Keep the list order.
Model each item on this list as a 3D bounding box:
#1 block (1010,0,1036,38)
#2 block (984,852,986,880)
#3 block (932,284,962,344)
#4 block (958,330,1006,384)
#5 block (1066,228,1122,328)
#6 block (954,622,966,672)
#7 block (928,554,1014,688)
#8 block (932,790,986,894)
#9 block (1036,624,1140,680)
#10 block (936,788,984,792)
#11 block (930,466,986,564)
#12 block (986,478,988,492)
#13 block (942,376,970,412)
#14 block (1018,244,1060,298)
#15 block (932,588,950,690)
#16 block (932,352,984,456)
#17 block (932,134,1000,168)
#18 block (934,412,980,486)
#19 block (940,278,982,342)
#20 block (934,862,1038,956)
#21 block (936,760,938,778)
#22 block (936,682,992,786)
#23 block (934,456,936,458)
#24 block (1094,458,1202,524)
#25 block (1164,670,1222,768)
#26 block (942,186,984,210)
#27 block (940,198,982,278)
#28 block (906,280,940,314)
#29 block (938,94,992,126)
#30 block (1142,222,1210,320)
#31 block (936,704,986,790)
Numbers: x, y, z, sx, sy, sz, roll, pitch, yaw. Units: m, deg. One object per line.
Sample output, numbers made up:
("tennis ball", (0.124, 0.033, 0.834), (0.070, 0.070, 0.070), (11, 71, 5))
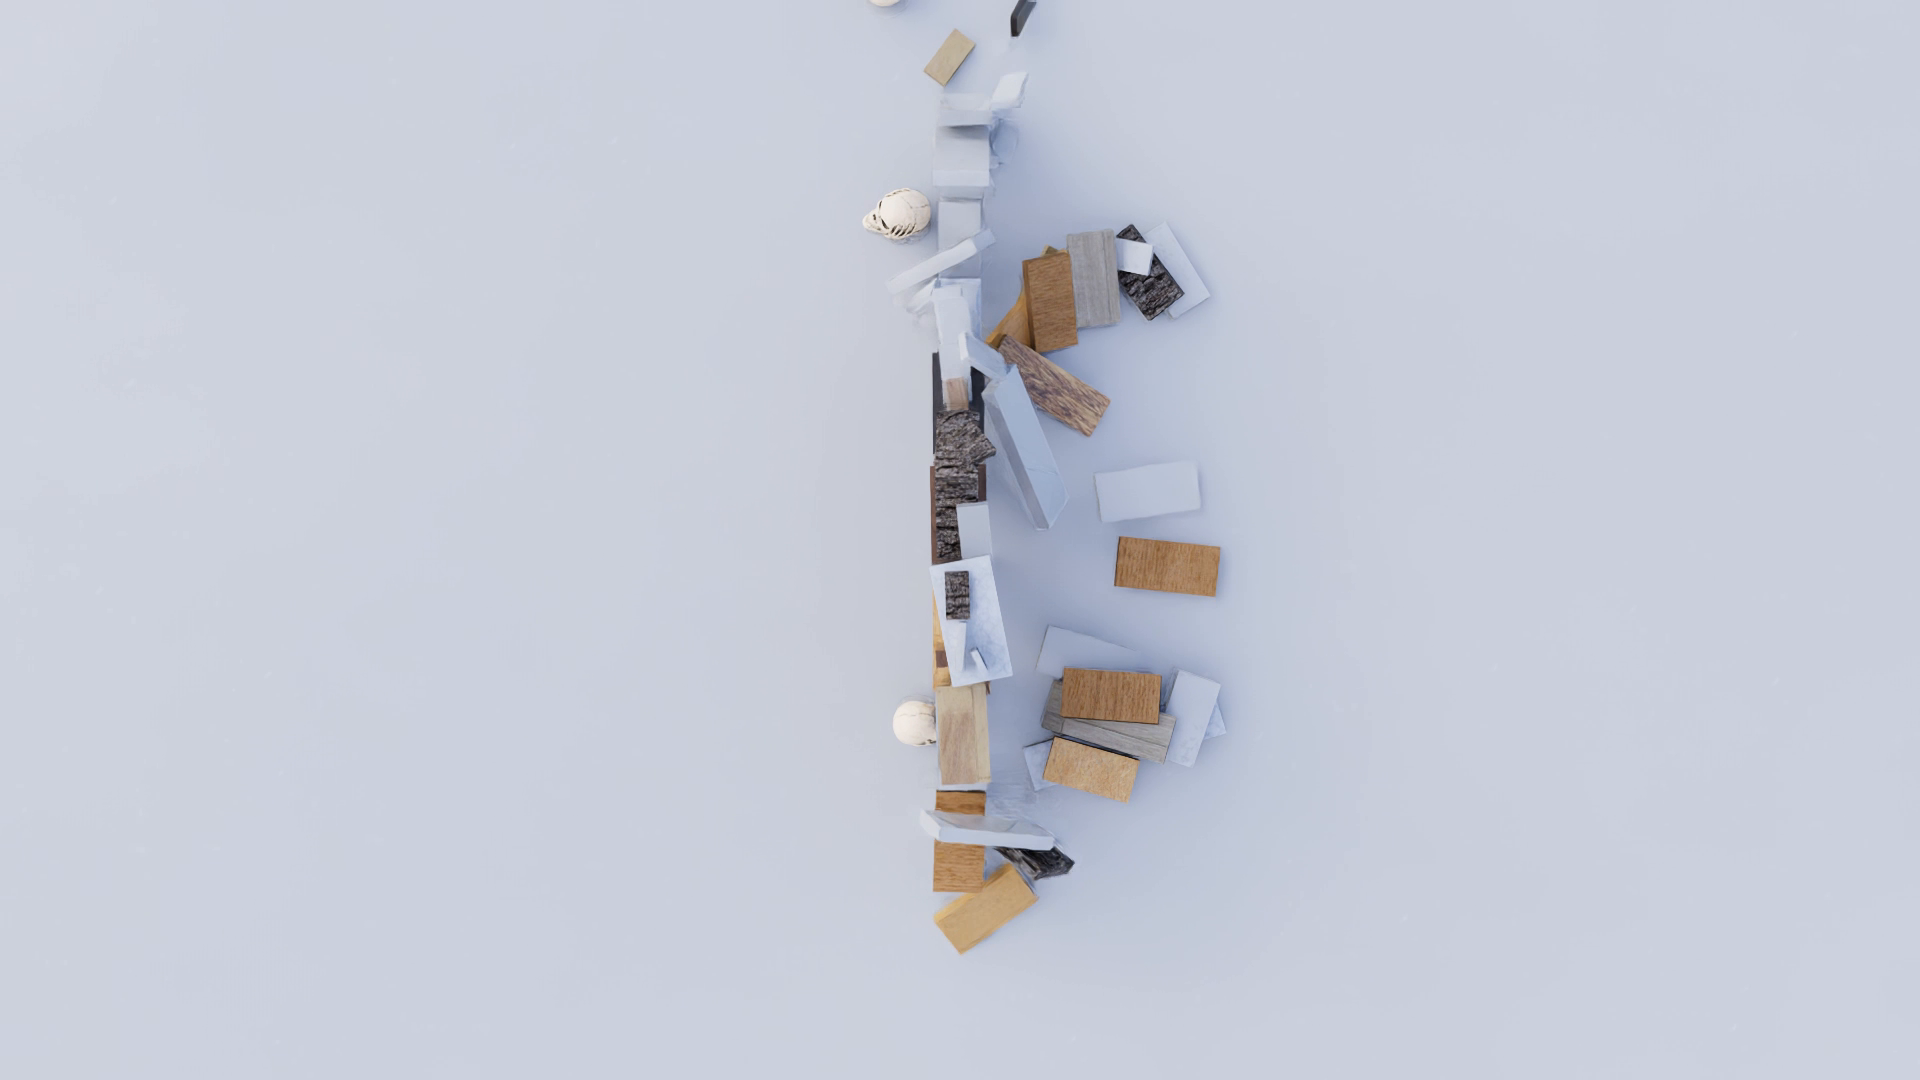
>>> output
("block", (0.209, -1.747, 5.423), (0.024, 0.086, 0.173), (19, 65, 13))
("block", (0.004, 1.046, 5.344), (0.156, 0.311, 0.044), (0, 90, 0))
("block", (-0.028, -0.699, 5.148), (0.090, 0.025, 0.180), (-8, 99, 10))
("block", (0.070, -0.562, 5.078), (0.027, 0.189, 0.094), (-27, 55, 31))
("block", (0.439, -0.858, 5.408), (0.152, 0.043, 0.303), (-8, 112, -1))
("block", (0.001, 0.301, 4.668), (0.020, 0.069, 0.138), (5, 90, -4))
("block", (0.031, 0.232, 4.728), (0.176, 0.050, 0.351), (-11, 90, 0))
("block", (-0.002, 0.944, 5.166), (0.156, 0.044, 0.311), (2, 90, 0))
("block", (0.425, 0.402, 5.478), (0.317, 0.045, 0.158), (16, 90, 0))
("block", (0.002, 0.840, 5.344), (0.156, 0.311, 0.044), (2, 90, 0))
("block", (-0.004, -0.057, 5.129), (0.173, 0.049, 0.346), (-1, 90, 0))
("block", (-0.002, -0.172, 5.327), (0.173, 0.346, 0.049), (0, 90, 0))
("block", (-0.011, -0.431, 5.063), (0.068, 0.019, 0.136), (-9, 121, 2))
("block", (0.281, -0.866, 5.453), (0.099, 0.028, 0.198), (24, 97, -29))
("block", (0.002, 0.294, 5.130), (0.173, 0.049, 0.346), (0, 90, 0))
("block", (-0.006, -0.424, 5.154), (0.160, 0.045, 0.320), (-1, 90, 0))
("block", (0.018, -1.265, 5.359), (0.135, 0.270, 0.038), (-8, 121, -18))
("block", (-0.008, -0.278, 4.959), (0.127, 0.036, 0.255), (0, 54, 1))
("block", (0.002, -0.693, 5.220), (0.131, 0.037, 0.261), (0, 90, 0))
("block", (0.085, 1.219, 5.452), (0.313, 0.044, 0.157), (-36, 110, 0))
("block", (0.003, 0.728, 5.346), (0.154, 0.308, 0.044), (-1, 90, 0))
("block", (0.010, 0.563, 4.797), (0.144, 0.041, 0.287), (-3, 90, 0))
("block", (-0.002, -0.302, 5.338), (0.160, 0.320, 0.045), (0, 85, 0))
("block", (0.622, -0.163, 5.476), (0.333, 0.047, 0.167), (-9, 90, 0))
("block", (0.743, 0.589, 5.438), (0.145, 0.041, 0.291), (19, 90, 0))
("block", (0.010, -1.112, 5.369), (0.135, 0.270, 0.038), (4, 66, 0))
("block", (0.001, -0.985, 5.401), (0.135, 0.038, 0.270), (3, 126, 3))
("block", (-0.116, -0.771, 5.227), (0.019, 0.134, 0.067), (35, 56, -22))
("block", (0.018, -1.394, 5.334), (0.171, 0.341, 0.048), (-1, 113, 0))
("block", (0.694, -0.894, 5.480), (0.144, 0.041, 0.288), (-32, 90, 0))
("block", (0.004, 0.626, 5.170), (0.154, 0.044, 0.308), (-1, 90, 0))
